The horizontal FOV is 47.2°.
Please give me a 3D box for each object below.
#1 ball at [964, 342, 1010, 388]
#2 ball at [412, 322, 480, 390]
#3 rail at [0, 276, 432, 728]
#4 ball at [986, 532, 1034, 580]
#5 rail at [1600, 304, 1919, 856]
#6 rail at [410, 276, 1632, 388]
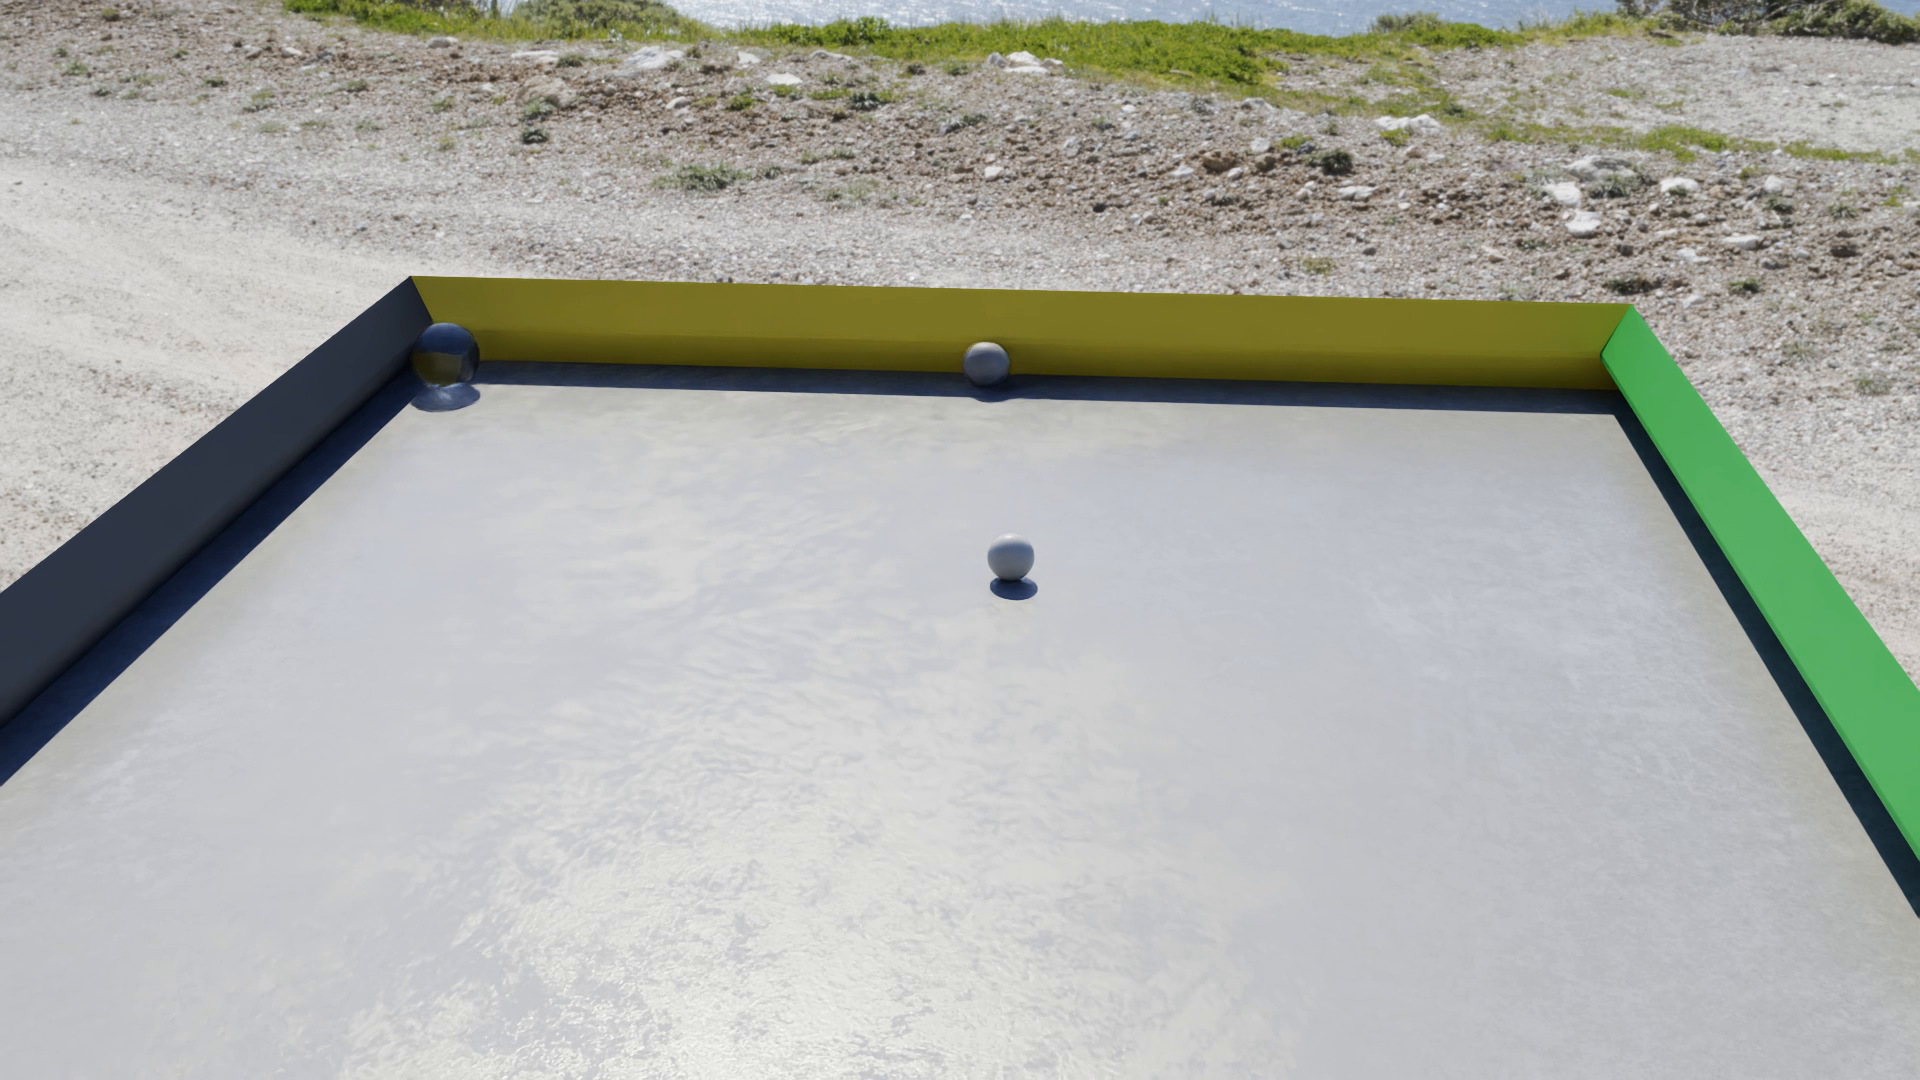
[{"bbox_3d":[0.037,-0.241,3.020,0.063,0.063,0.063,0,21,0],"label":"ball"},{"bbox_3d":[-0.703,-0.252,3.008,0.092,0.092,0.092,0,21,0],"label":"ball"},{"bbox_3d":[-0.887,0.205,1.792,0.045,0.120,2.900,2,21,5],"label":"rail"},{"bbox_3d":[0.055,0.018,2.369,0.052,0.052,0.052,0,21,0],"label":"ball"},{"bbox_3d":[0.757,0.258,1.654,0.045,0.120,2.900,2,21,5],"label":"rail"},{"bbox_3d":[0.063,-0.283,3.047,1.699,0.120,0.045,2,21,5],"label":"rail"}]
